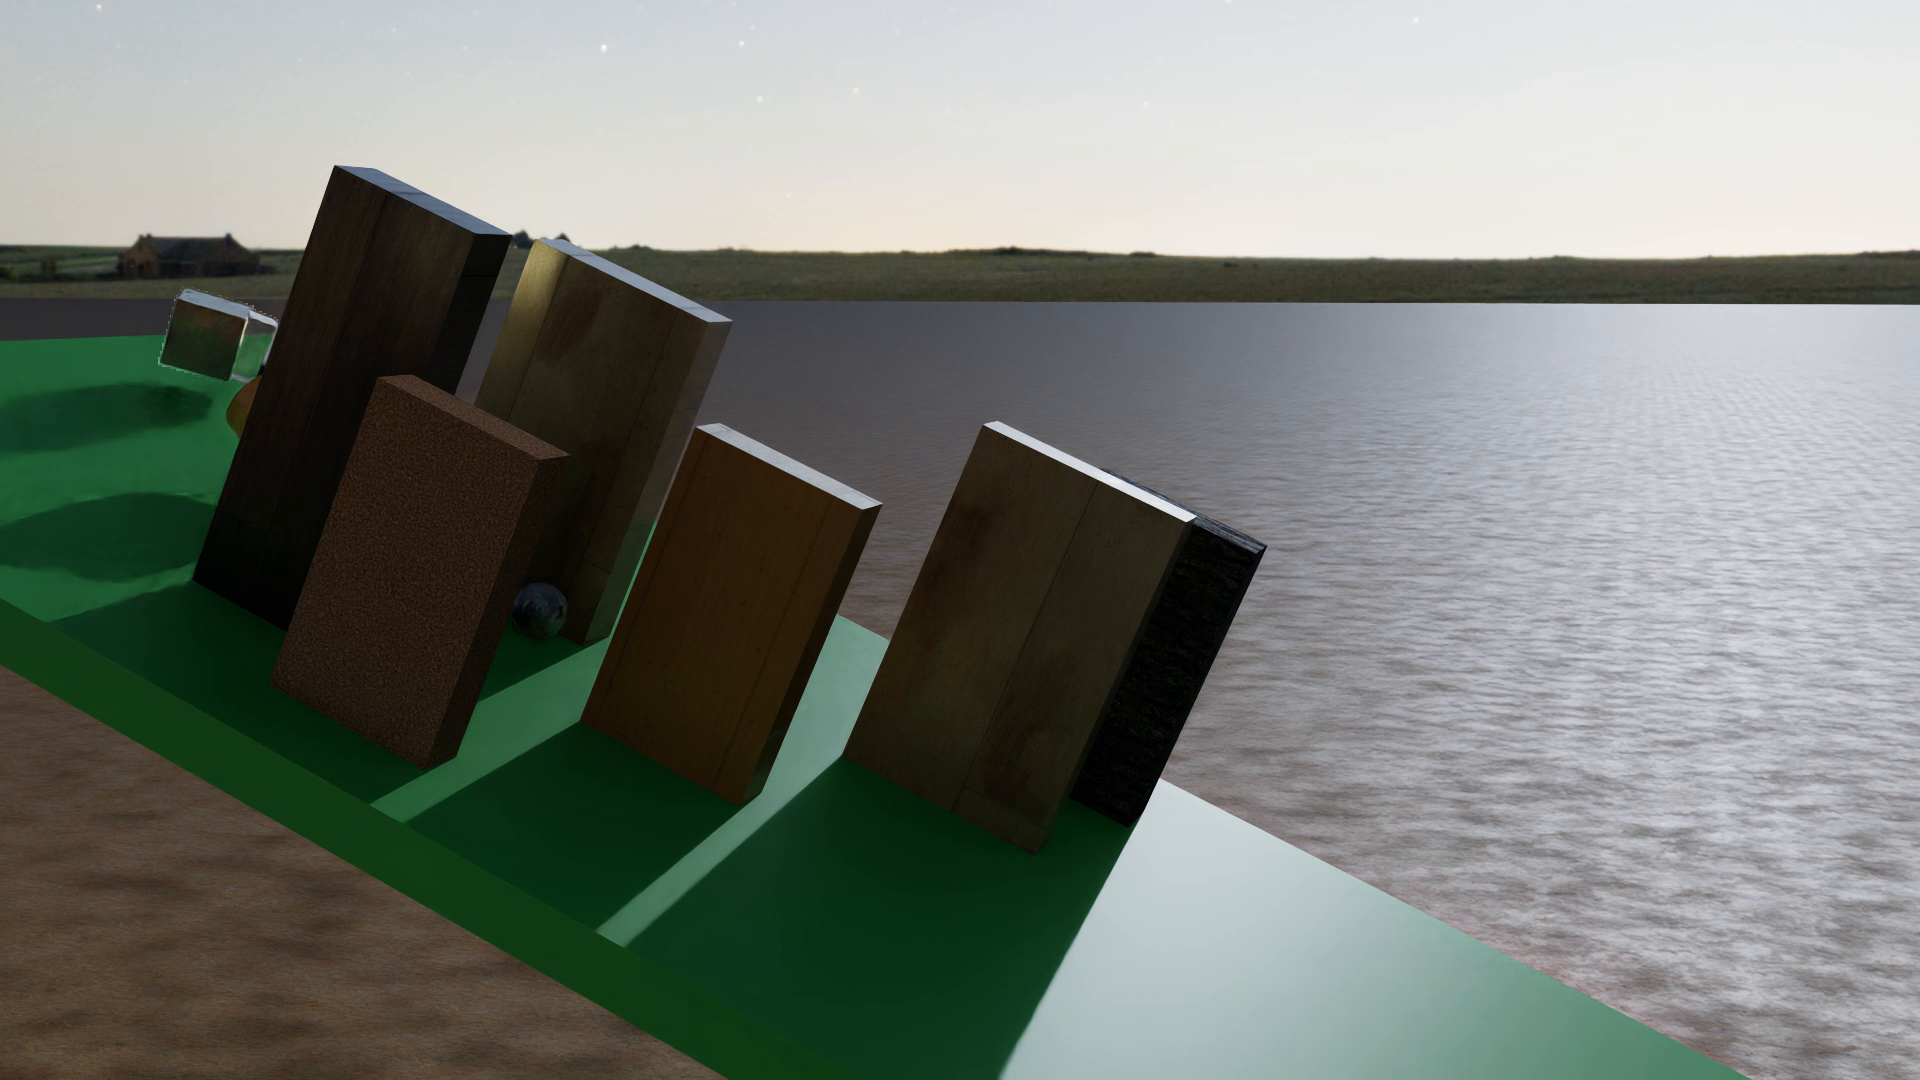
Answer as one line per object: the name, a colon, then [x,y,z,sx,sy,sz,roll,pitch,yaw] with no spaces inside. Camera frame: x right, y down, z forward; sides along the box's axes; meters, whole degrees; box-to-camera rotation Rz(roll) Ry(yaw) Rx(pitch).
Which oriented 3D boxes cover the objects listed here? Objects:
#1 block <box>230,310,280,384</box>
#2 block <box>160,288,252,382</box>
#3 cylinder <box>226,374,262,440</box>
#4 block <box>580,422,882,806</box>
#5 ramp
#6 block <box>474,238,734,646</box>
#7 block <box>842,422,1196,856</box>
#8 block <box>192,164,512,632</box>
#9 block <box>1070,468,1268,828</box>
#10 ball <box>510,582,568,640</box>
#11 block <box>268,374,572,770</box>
block: [-1.597,-0.436,4.857,0.140,0.140,0.140,20,5,-30]
block: [-1.599,-0.436,4.669,0.141,0.141,0.141,16,11,-17]
cylinder: [-1.314,-0.212,4.345,0.191,0.191,0.191,-35,-17,-12]
block: [-0.409,0.130,3.892,0.335,0.581,0.105,26,13,13]
ramp: [-0.283,0.491,4.181,4.000,0.100,2.000,26,13,13]
block: [-0.762,-0.193,4.327,0.393,0.691,0.121,26,13,13]
block: [0.108,0.189,4.241,0.429,0.716,0.102,26,13,13]
block: [-1.047,-0.223,3.773,0.285,0.775,0.125,26,13,13]
block: [0.330,0.224,4.642,0.384,0.642,0.150,26,13,13]
ball: [-0.809,0.136,4.231,0.109,0.109,0.109,0,7,0]
block: [-0.866,0.050,3.512,0.306,0.545,0.100,26,13,13]
